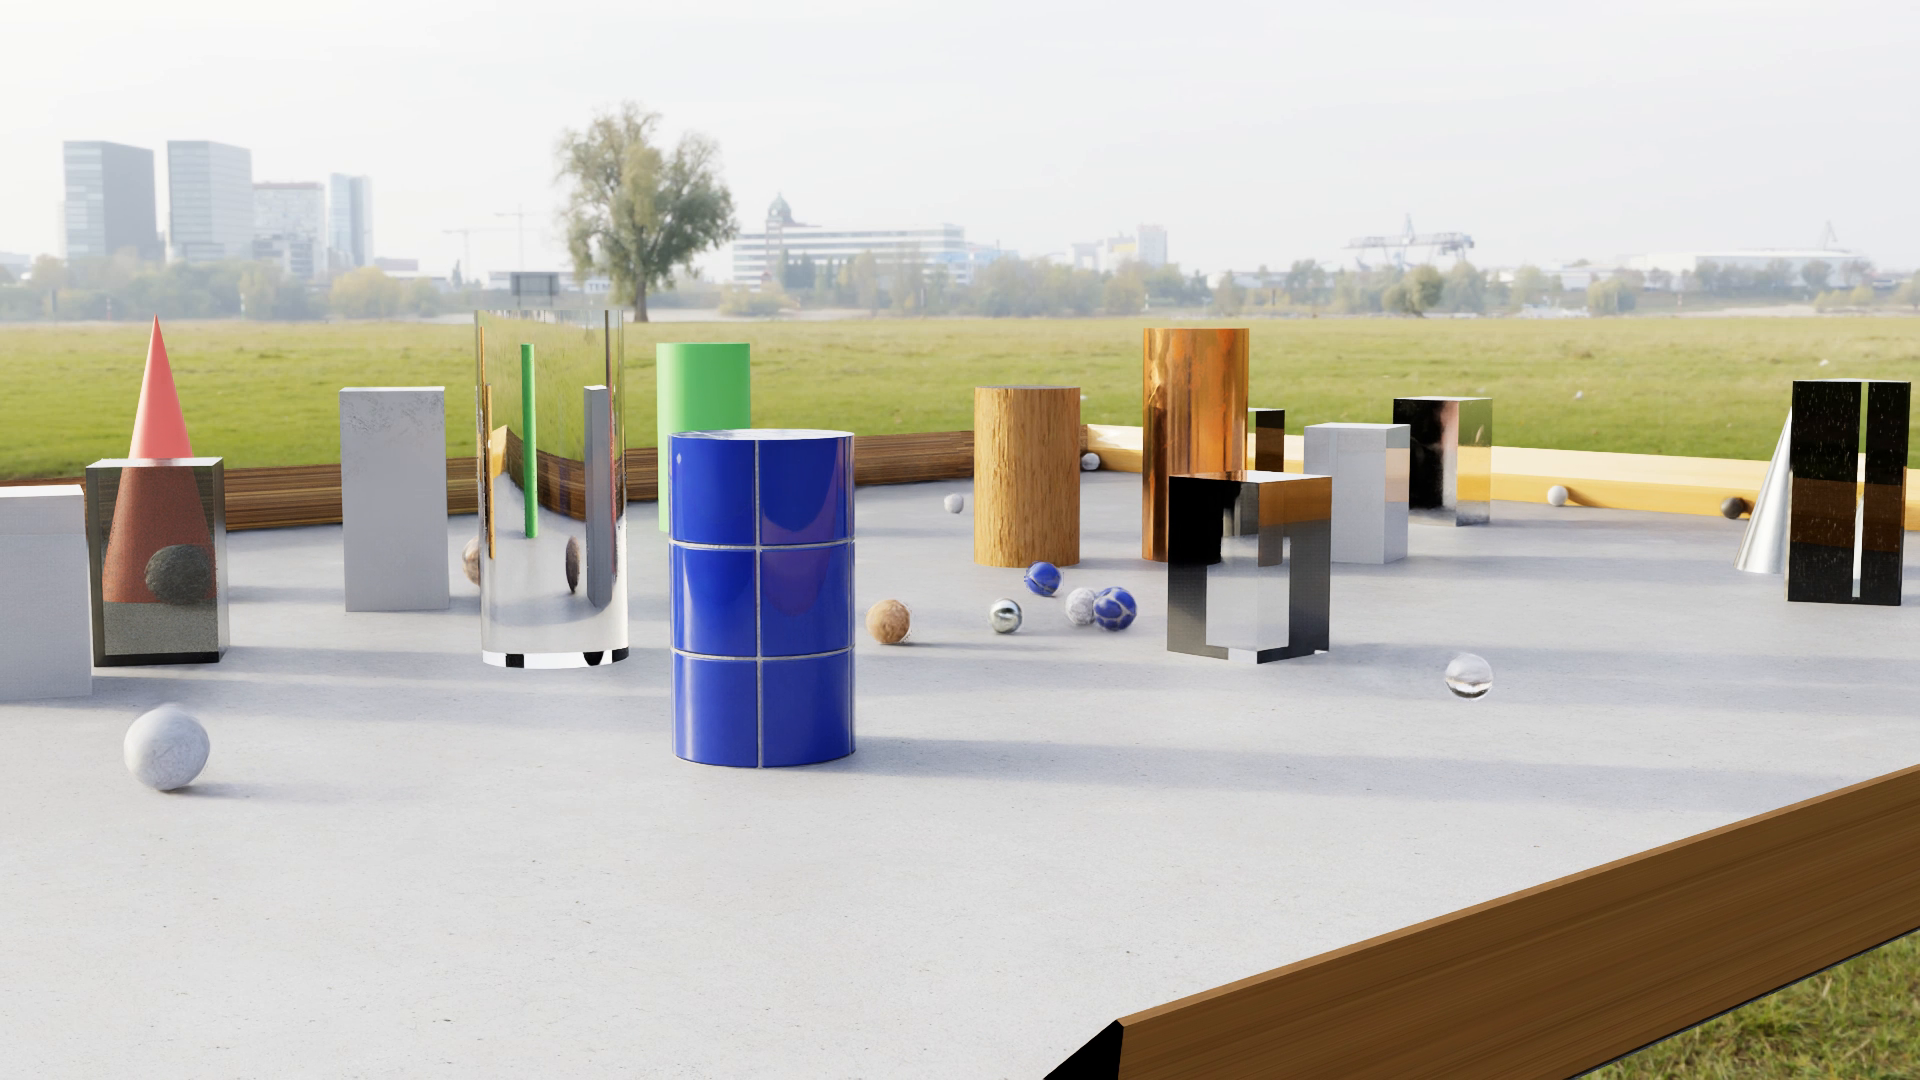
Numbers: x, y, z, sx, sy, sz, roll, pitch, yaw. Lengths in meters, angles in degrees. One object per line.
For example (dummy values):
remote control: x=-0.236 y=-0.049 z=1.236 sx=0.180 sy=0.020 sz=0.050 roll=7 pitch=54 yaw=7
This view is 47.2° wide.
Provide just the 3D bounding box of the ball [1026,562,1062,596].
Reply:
ball: x=0.129 y=0.060 z=3.387 sx=0.053 sy=0.053 sz=0.053 roll=0 pitch=6 yaw=0

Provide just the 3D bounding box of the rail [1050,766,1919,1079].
rail: x=1.184 y=0.167 z=2.056 sx=4.218 sy=0.120 sz=0.045 roll=-6 pitch=8 yaw=-42

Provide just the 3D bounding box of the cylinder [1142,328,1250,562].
cylinder: x=0.415 y=-0.171 z=3.886 sx=0.185 sy=0.406 sz=0.185 roll=0 pitch=6 yaw=0

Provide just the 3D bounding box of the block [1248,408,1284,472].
block: x=0.538 y=-0.139 z=4.370 sx=0.148 sy=0.241 sz=0.148 roll=-5 pitch=8 yaw=-37

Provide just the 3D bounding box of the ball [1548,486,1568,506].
ball: x=1.337 y=-0.099 z=4.916 sx=0.046 sy=0.046 sz=0.046 roll=0 pitch=6 yaw=0

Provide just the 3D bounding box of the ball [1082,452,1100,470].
ball: x=0.354 y=-0.212 z=5.970 sx=0.049 sy=0.049 sz=0.049 roll=0 pitch=6 yaw=0

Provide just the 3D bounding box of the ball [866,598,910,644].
ball: x=-0.095 y=0.108 z=2.909 sx=0.060 sy=0.060 sz=0.060 roll=0 pitch=6 yaw=0

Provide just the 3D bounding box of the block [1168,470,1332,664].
block: x=0.373 y=0.031 z=2.835 sx=0.148 sy=0.228 sz=0.148 roll=-6 pitch=8 yaw=-43

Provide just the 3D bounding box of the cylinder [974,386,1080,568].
cylinder: x=0.117 y=-0.114 z=3.829 sx=0.185 sy=0.305 sz=0.185 roll=0 pitch=6 yaw=0

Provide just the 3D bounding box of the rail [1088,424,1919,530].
rail: x=1.533 y=-0.118 z=4.739 sx=0.045 sy=0.120 sz=3.540 roll=-6 pitch=8 yaw=-42

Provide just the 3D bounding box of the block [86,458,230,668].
block: x=-1.017 y=0.025 z=2.797 sx=0.148 sy=0.248 sz=0.148 roll=-1 pitch=6 yaw=-13

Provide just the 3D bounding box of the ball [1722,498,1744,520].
ball: x=1.620 y=-0.067 z=4.610 sx=0.047 sy=0.047 sz=0.047 roll=0 pitch=6 yaw=0

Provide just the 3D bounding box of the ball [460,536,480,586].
ball: x=-0.745 y=0.033 z=3.479 sx=0.087 sy=0.087 sz=0.087 roll=0 pitch=6 yaw=0

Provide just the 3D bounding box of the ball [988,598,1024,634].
ball: x=0.062 y=0.103 z=3.002 sx=0.049 sy=0.049 sz=0.049 roll=0 pitch=6 yaw=0

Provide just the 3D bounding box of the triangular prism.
triangular prism: x=1.349 y=-0.077 z=3.351 sx=0.160 sy=0.333 sz=0.139 roll=2 pitch=6 yaw=20

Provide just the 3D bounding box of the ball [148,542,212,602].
ball: x=-1.176 y=0.048 z=3.317 sx=0.092 sy=0.092 sz=0.092 roll=0 pitch=6 yaw=0

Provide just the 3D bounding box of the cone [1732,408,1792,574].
cone: x=1.415 y=-0.102 z=3.732 sx=0.185 sy=0.302 sz=0.185 roll=0 pitch=6 yaw=0

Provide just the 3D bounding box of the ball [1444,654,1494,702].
ball: x=0.575 y=0.156 z=2.486 sx=0.053 sy=0.053 sz=0.053 roll=0 pitch=6 yaw=0

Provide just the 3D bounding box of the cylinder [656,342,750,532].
cylinder: x=-0.511 y=-0.207 z=4.399 sx=0.185 sy=0.371 sz=0.185 roll=0 pitch=6 yaw=0

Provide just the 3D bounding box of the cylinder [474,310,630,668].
cylinder: x=-0.515 y=-0.070 z=2.780 sx=0.185 sy=0.440 sz=0.185 roll=0 pitch=6 yaw=0

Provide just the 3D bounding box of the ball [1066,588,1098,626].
ball: x=0.174 y=0.093 z=3.074 sx=0.054 sy=0.054 sz=0.054 roll=0 pitch=6 yaw=0

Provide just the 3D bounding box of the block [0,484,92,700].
block: x=-1.095 y=0.059 z=2.554 sx=0.148 sy=0.231 sz=0.148 roll=-3 pitch=7 yaw=-23

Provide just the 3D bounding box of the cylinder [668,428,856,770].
cylinder: x=-0.197 y=0.053 z=2.197 sx=0.185 sy=0.318 sz=0.185 roll=0 pitch=6 yaw=0

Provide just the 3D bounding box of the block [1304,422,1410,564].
block: x=0.702 y=-0.085 z=3.895 sx=0.148 sy=0.235 sz=0.148 roll=3 pitch=7 yaw=27

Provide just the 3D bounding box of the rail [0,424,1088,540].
rail: x=-1.184 y=-0.104 z=4.608 sx=4.218 sy=0.120 sz=0.045 roll=-6 pitch=8 yaw=-42

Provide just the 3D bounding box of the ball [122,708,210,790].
ball: x=-0.733 y=0.193 z=2.032 sx=0.075 sy=0.075 sz=0.075 roll=0 pitch=6 yaw=0

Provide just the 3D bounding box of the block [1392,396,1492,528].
block: x=0.994 y=-0.164 z=4.536 sx=0.148 sy=0.256 sz=0.148 roll=5 pitch=8 yaw=40

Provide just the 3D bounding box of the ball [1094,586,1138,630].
ball: x=0.214 y=0.095 z=3.025 sx=0.061 sy=0.061 sz=0.061 roll=0 pitch=6 yaw=0

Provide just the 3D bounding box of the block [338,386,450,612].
block: x=-0.842 y=-0.064 z=3.285 sx=0.148 sy=0.322 sz=0.148 roll=-1 pitch=6 yaw=-12

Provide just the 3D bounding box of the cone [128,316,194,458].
cone: x=-1.245 y=-0.137 z=3.427 sx=0.185 sy=0.436 sz=0.185 roll=0 pitch=6 yaw=0

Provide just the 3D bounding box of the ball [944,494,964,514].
ball: x=-0.012 y=-0.077 z=4.727 sx=0.042 sy=0.042 sz=0.042 roll=0 pitch=6 yaw=0
